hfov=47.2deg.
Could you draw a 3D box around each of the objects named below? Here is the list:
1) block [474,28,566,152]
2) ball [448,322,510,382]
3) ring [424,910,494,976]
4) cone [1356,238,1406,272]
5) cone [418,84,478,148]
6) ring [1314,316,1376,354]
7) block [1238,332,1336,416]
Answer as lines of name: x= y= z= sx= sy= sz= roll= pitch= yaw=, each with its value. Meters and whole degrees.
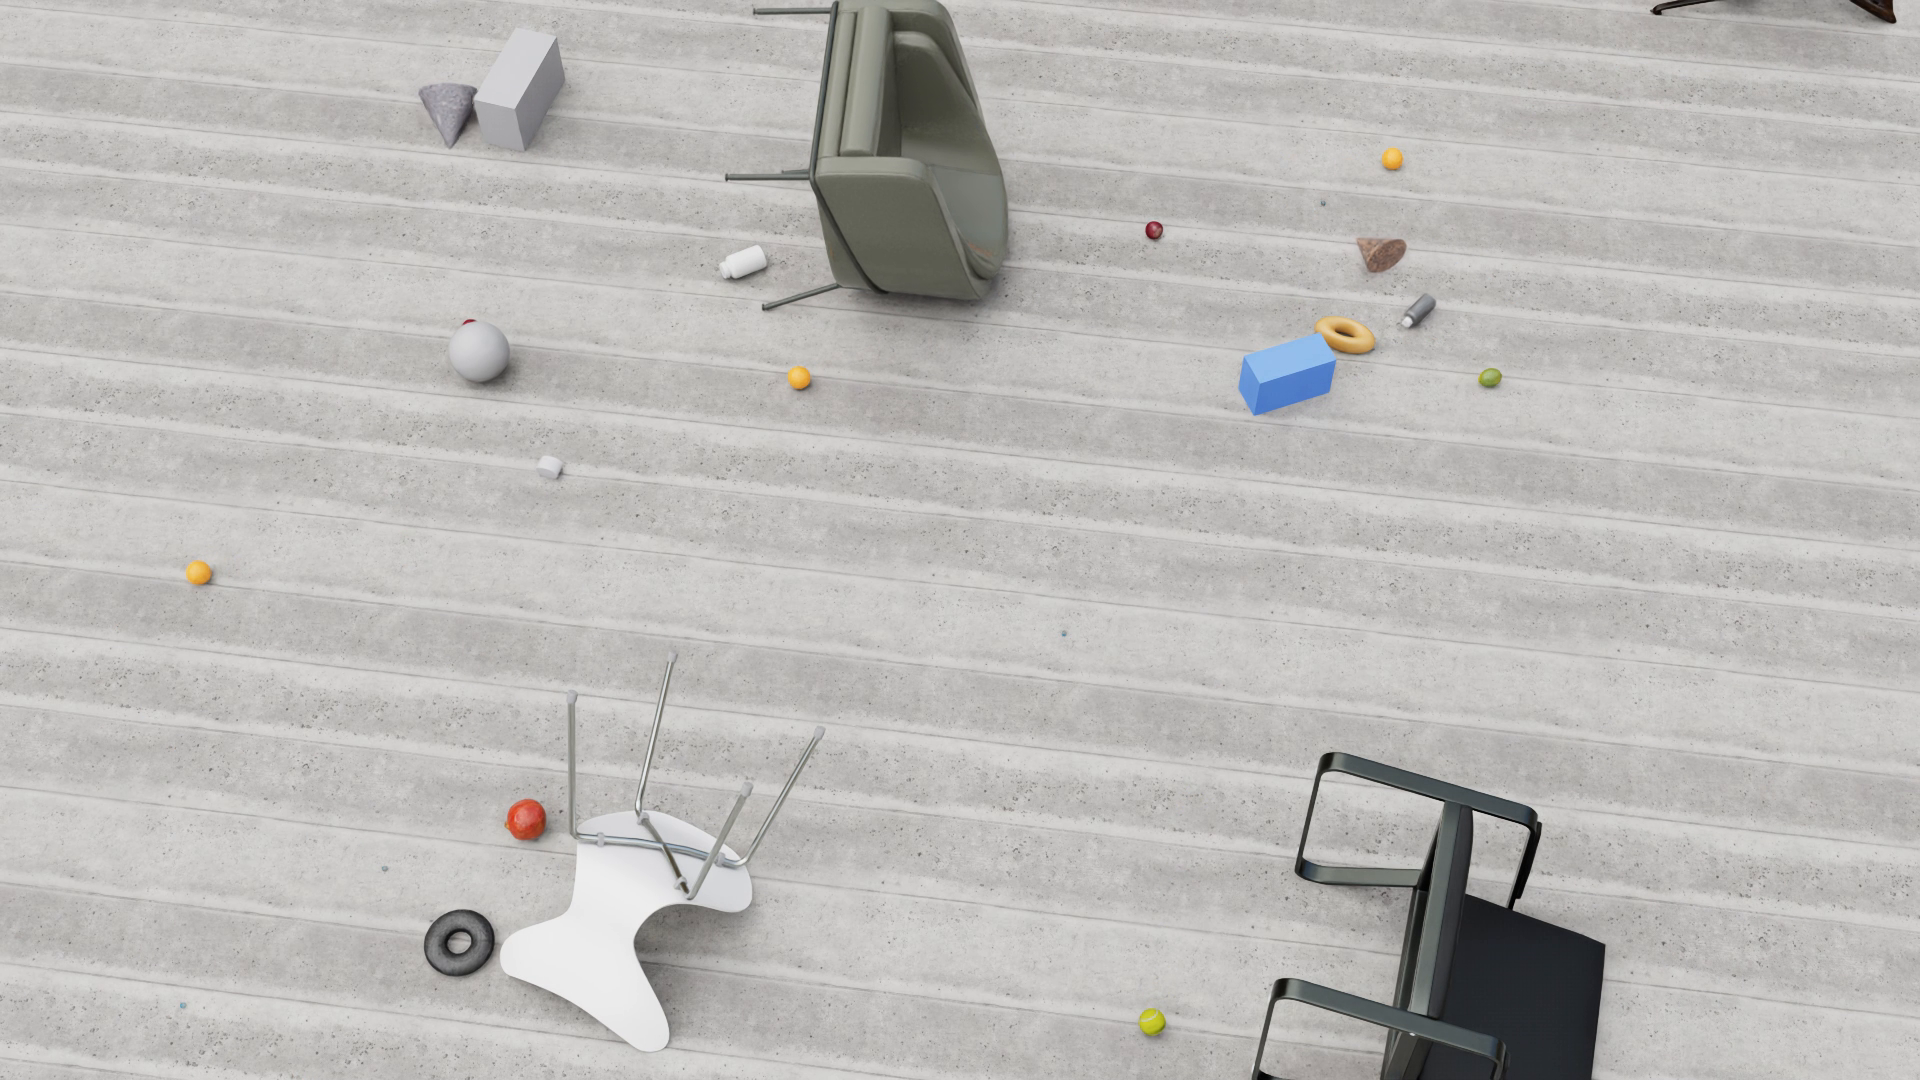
block: x=-1.496 y=-1.533 z=7.481 sx=0.150 sy=0.202 sz=0.357 roll=14 pitch=57 yaw=9
ball: x=-1.499 y=-0.587 z=6.854 sx=0.189 sy=0.189 sz=0.189 roll=0 pitch=56 yaw=0
ring: x=-1.328 y=1.068 z=5.832 sx=0.187 sy=0.043 sz=0.190 roll=-29 pitch=61 yaw=-17
cone: x=1.344 y=-0.958 z=7.187 sx=0.167 sy=0.104 sz=0.156 roll=-28 pitch=42 yaw=-20
cone: x=-1.739 y=-1.425 z=7.486 sx=0.207 sy=0.155 sz=0.209 roll=-3 pitch=77 yaw=-6
ring: x=1.220 y=-0.650 z=6.973 sx=0.200 sy=0.064 sz=0.111 roll=20 pitch=60 yaw=12
block: x=1.014 y=-0.514 z=6.819 sx=0.260 sy=0.165 sz=0.115 roll=-18 pitch=58 yaw=-11
